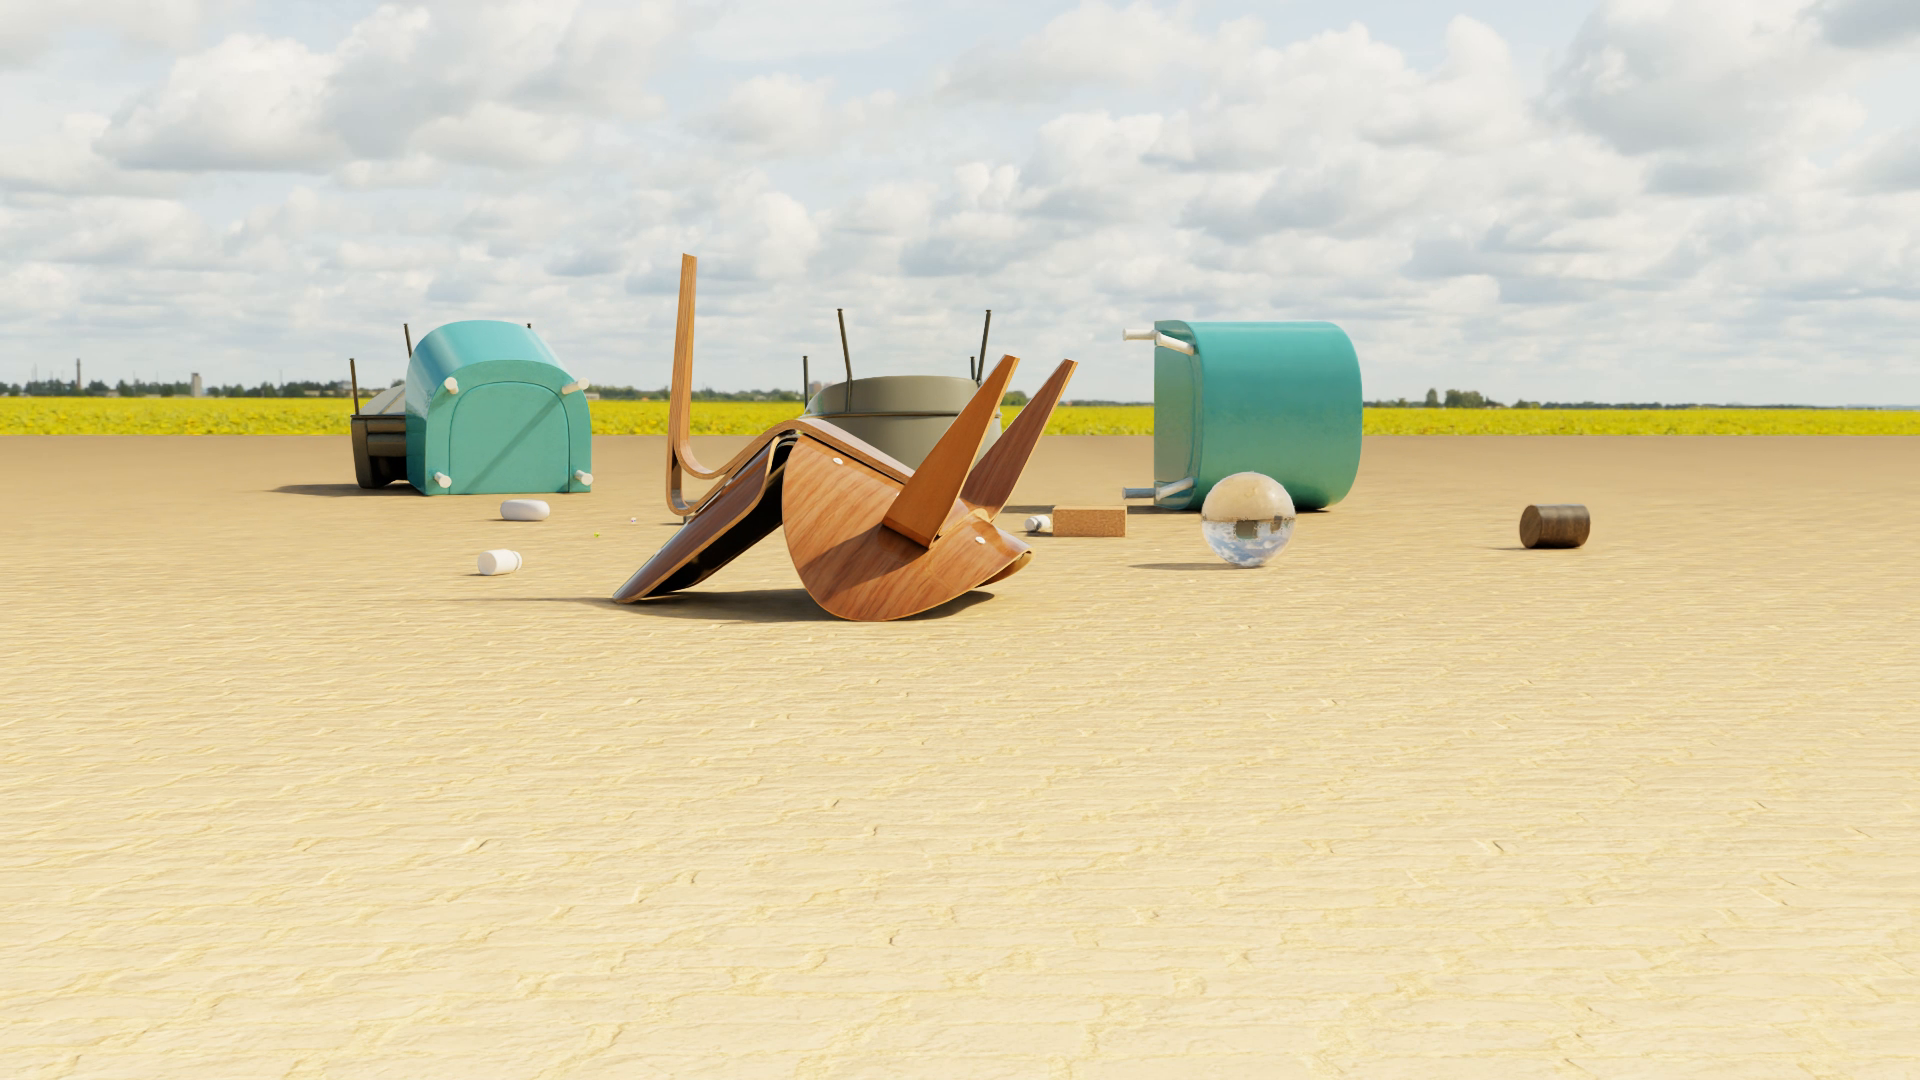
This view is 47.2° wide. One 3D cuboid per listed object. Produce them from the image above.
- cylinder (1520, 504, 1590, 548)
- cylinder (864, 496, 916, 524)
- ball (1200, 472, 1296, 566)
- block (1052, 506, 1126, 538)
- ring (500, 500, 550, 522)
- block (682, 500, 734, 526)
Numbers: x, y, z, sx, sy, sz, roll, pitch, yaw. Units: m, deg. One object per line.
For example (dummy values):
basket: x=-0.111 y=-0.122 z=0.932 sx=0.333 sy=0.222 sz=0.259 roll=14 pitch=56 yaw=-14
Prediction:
cylinder: x=1.680 y=-0.039 z=6.210 sx=0.152 sy=0.114 sz=0.137 roll=-1 pitch=-34 yaw=-12
cylinder: x=-0.234 y=-0.103 z=7.374 sx=0.175 sy=0.093 sz=0.104 roll=0 pitch=-1 yaw=-2
ball: x=0.729 y=-0.053 z=5.568 sx=0.239 sy=0.239 sz=0.239 roll=0 pitch=4 yaw=0
block: x=0.402 y=-0.059 z=6.787 sx=0.220 sy=0.084 sz=0.229 roll=0 pitch=4 yaw=5
ring: x=-1.489 y=-0.102 z=7.523 sx=0.237 sy=0.070 sz=0.116 roll=2 pitch=6 yaw=44
block: x=-0.839 y=-0.093 z=7.323 sx=0.154 sy=0.078 sz=0.131 roll=-1 pitch=4 yaw=-12
